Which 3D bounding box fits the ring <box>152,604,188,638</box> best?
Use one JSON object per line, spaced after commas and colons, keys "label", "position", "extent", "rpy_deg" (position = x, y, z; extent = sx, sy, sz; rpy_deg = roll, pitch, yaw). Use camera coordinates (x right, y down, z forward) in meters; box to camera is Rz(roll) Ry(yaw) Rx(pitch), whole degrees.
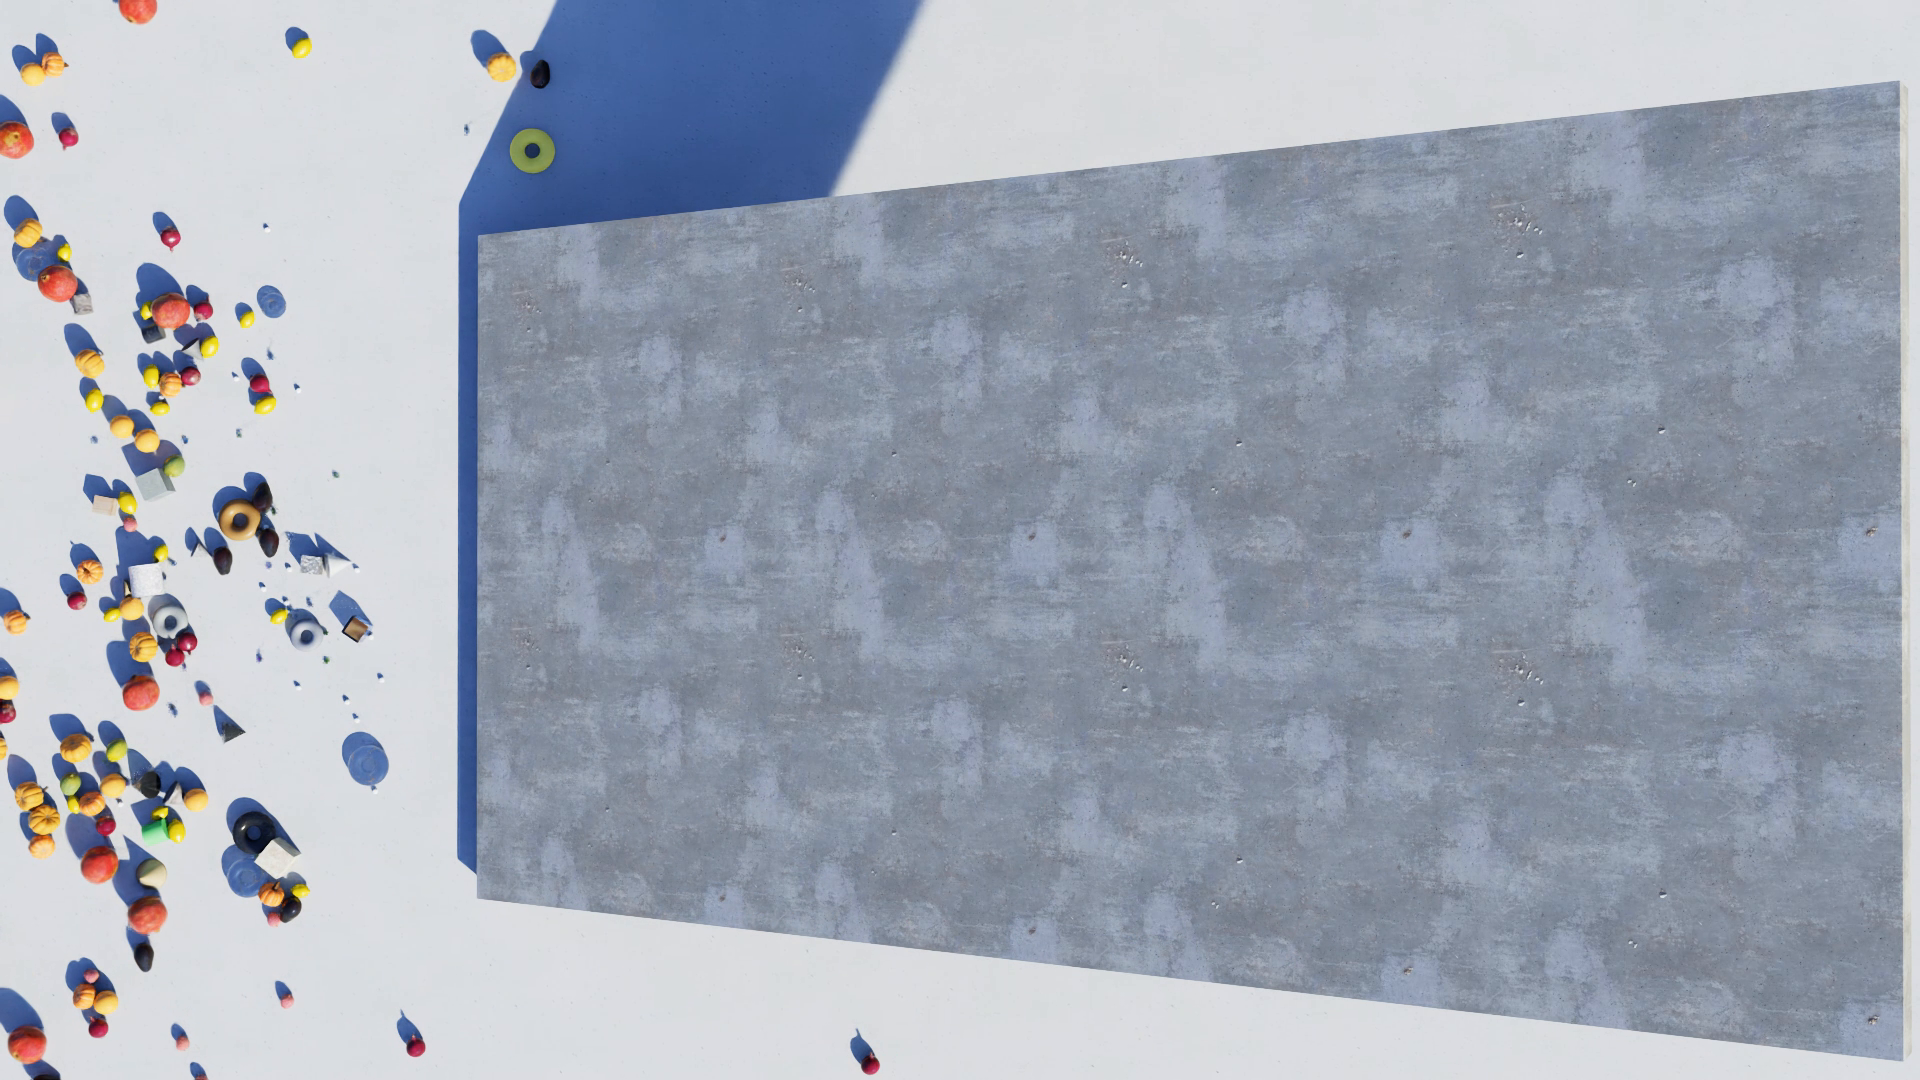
{"label": "ring", "position": [-2.405, 0.247, 6.694], "extent": [0.109, 0.036, 0.109], "rpy_deg": [0, 89, 1]}

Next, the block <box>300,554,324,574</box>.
{"label": "block", "position": [-1.970, 0.076, 6.687], "extent": [0.054, 0.054, 0.054], "rpy_deg": [7, 90, 0]}

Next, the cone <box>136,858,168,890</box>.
{"label": "cone", "position": [-2.465, 1.019, 6.657], "extent": [0.096, 0.096, 0.096], "rpy_deg": [0, 90, 0]}

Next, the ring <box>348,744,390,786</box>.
{"label": "ring", "position": [-1.798, 0.685, 6.688], "extent": [0.126, 0.042, 0.126], "rpy_deg": [0, 90, 1]}

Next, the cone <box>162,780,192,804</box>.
{"label": "cone", "position": [-2.368, 0.786, 6.690], "extent": [0.079, 0.079, 0.079], "rpy_deg": [36, 90, -26]}

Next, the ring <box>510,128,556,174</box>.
{"label": "ring", "position": [-1.303, -1.186, 6.702], "extent": [0.138, 0.046, 0.138], "rpy_deg": [0, 89, -1]}

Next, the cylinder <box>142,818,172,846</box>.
{"label": "cylinder", "position": [-2.438, 0.888, 6.674], "extent": [0.065, 0.065, 0.065], "rpy_deg": [-20, 90, 0]}

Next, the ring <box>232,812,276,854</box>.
{"label": "ring", "position": [-2.147, 0.890, 6.685], "extent": [0.131, 0.044, 0.131], "rpy_deg": [0, 91, 0]}

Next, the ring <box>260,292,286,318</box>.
{"label": "ring", "position": [-2.094, -0.715, 6.708], "extent": [0.080, 0.027, 0.080], "rpy_deg": [0, 91, 1]}

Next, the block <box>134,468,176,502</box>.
{"label": "block", "position": [-2.443, -0.167, 6.678], "extent": [0.076, 0.076, 0.076], "rpy_deg": [-25, 90, 0]}

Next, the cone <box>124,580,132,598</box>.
{"label": "cone", "position": [-2.513, 0.148, 6.699], "extent": [0.060, 0.060, 0.060], "rpy_deg": [-2, 89, -27]}

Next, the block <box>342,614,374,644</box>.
{"label": "block", "position": [-1.831, 0.271, 6.682], "extent": [0.061, 0.061, 0.061], "rpy_deg": [34, 90, 0]}

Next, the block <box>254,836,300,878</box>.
{"label": "block", "position": [-2.066, 0.963, 6.664], "extent": [0.084, 0.084, 0.084], "rpy_deg": [39, 90, 0]}

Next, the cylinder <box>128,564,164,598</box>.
{"label": "cylinder", "position": [-2.466, 0.124, 6.666], "extent": [0.094, 0.094, 0.094], "rpy_deg": [-8, 90, 0]}

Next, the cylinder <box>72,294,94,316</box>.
{"label": "cylinder", "position": [-2.671, -0.716, 6.694], "extent": [0.054, 0.054, 0.054], "rpy_deg": [-11, 90, 0]}

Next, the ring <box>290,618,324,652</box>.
{"label": "ring", "position": [-1.990, 0.290, 6.695], "extent": [0.103, 0.034, 0.103], "rpy_deg": [0, 89, 1]}

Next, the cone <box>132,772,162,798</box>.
{"label": "cone", "position": [-2.492, 0.747, 6.689], "extent": [0.082, 0.082, 0.082], "rpy_deg": [-5, 89, 26]}

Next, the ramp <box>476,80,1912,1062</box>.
{"label": "ramp", "position": [0.259, 0.071, 5.597], "extent": [4.000, 0.100, 2.000], "rpy_deg": [0, 89, 32]}

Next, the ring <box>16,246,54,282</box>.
{"label": "ring", "position": [-2.819, -0.841, 6.703], "extent": [0.111, 0.037, 0.111], "rpy_deg": [0, 90, -1]}

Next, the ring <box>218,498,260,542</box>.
{"label": "ring", "position": [-2.193, -0.062, 6.693], "extent": [0.130, 0.043, 0.130], "rpy_deg": [0, 88, 2]}

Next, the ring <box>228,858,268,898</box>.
{"label": "ring", "position": [-2.165, 1.027, 6.685], "extent": [0.124, 0.041, 0.124], "rpy_deg": [0, 90, -1]}

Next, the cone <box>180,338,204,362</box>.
{"label": "cone", "position": [-2.327, -0.569, 6.704], "extent": [0.067, 0.067, 0.067], "rpy_deg": [-34, 116, 0]}

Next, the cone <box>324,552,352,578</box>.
{"label": "cone", "position": [-1.888, 0.072, 6.696], "extent": [0.078, 0.078, 0.078], "rpy_deg": [-9, 89, -27]}

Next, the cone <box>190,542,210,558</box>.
{"label": "cone", "position": [-2.306, 0.038, 6.702], "extent": [0.055, 0.055, 0.055], "rpy_deg": [26, 89, -26]}

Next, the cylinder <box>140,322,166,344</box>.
{"label": "cylinder", "position": [-2.454, -0.629, 6.693], "extent": [0.053, 0.053, 0.053], "rpy_deg": [-20, 90, 2]}

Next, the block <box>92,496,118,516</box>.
{"label": "block", "position": [-2.600, -0.105, 6.689], "extent": [0.053, 0.053, 0.053], "rpy_deg": [11, 90, 0]}
